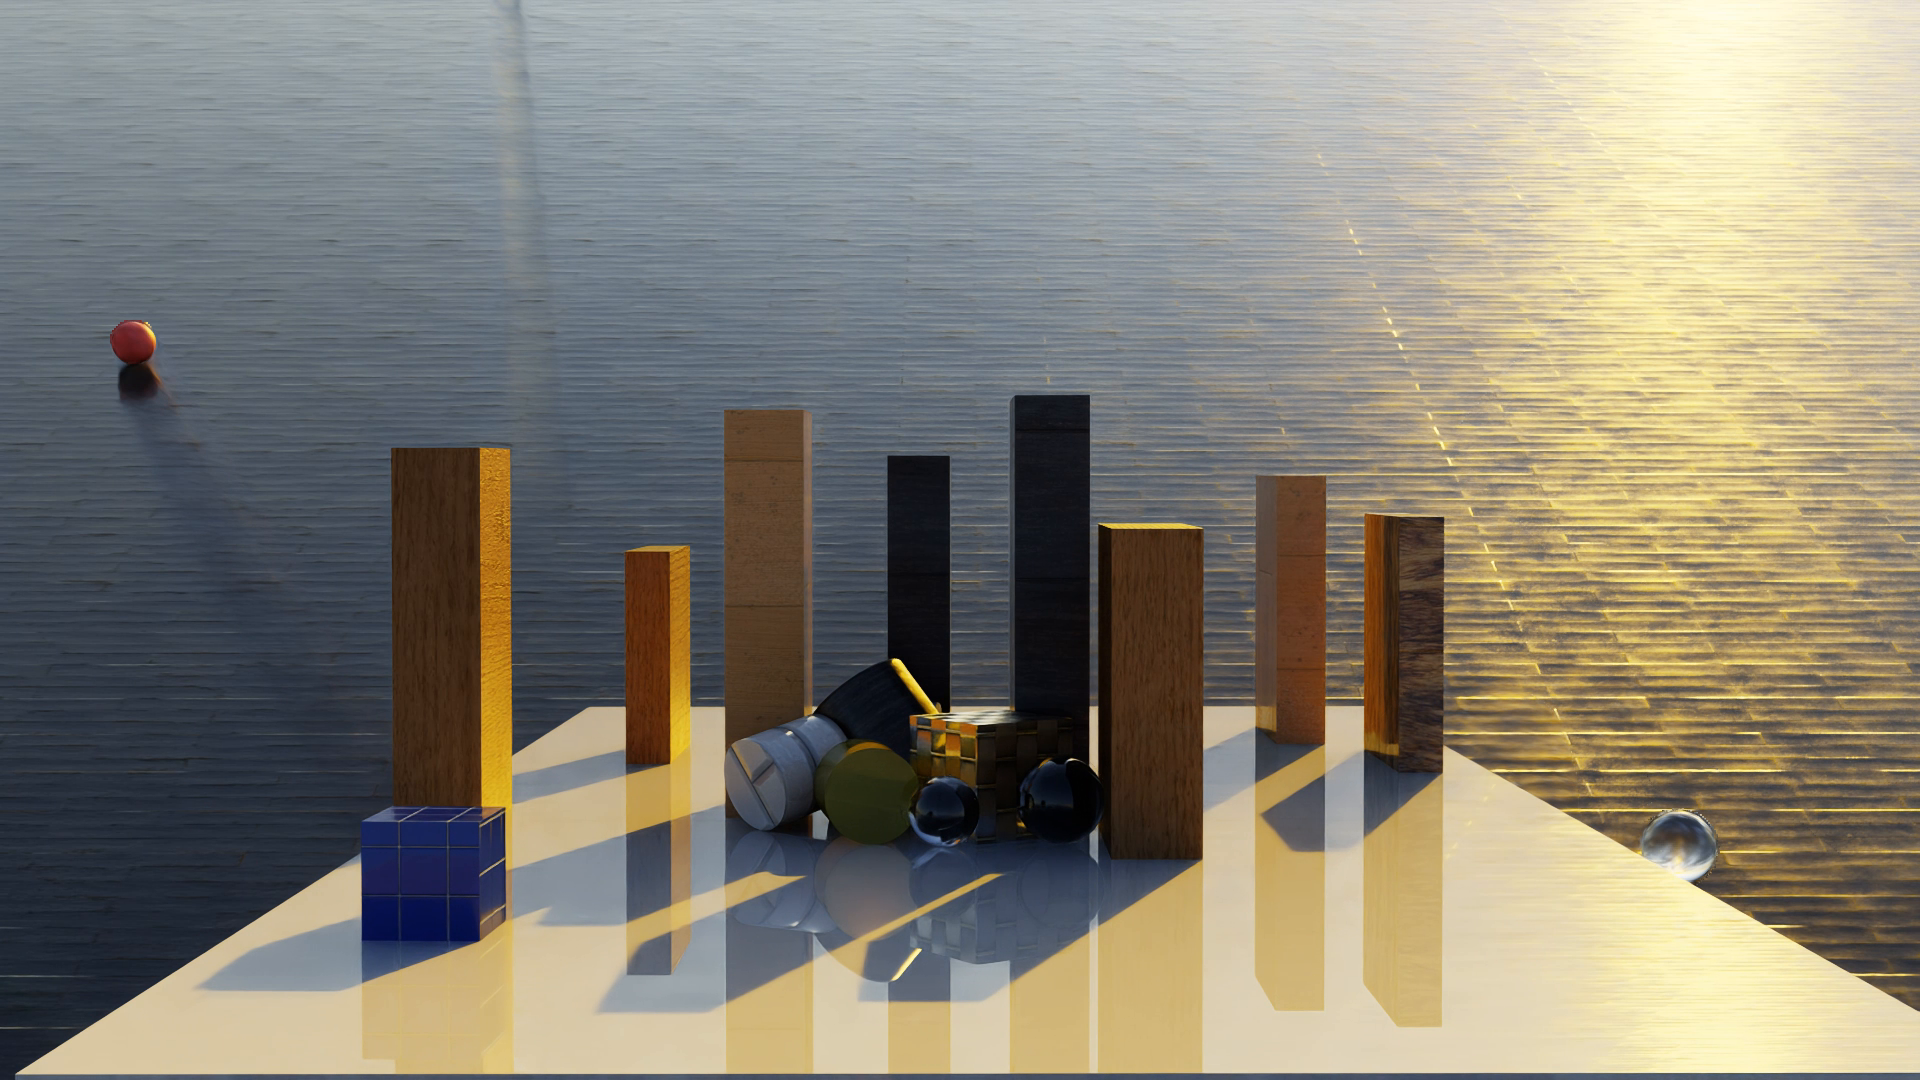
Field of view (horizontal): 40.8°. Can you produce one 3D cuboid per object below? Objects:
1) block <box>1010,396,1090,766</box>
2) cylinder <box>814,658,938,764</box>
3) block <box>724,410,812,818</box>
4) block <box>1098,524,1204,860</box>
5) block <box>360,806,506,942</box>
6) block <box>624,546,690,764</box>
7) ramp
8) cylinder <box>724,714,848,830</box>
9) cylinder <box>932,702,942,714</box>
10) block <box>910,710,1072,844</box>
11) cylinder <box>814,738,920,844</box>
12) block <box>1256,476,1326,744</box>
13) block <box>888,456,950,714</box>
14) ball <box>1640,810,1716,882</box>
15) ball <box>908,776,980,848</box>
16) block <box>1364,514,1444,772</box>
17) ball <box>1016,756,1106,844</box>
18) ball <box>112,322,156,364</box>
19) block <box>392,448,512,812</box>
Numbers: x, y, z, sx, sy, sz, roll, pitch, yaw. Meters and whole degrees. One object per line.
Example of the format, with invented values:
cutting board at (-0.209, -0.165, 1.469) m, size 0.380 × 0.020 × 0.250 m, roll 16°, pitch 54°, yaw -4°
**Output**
block at (0.156, 0.113, 4.574) m, size 0.127 × 0.727 × 0.420 m, roll 0°, pitch 2°, yaw 0°
cylinder at (-0.125, 0.342, 4.424) m, size 0.197 × 0.197 × 0.197 m, roll -23°, pitch 68°, yaw -39°
block at (-0.337, 0.125, 4.572) m, size 0.136 × 0.705 × 0.254 m, roll 0°, pitch 2°, yaw 0°
block at (0.304, 0.232, 4.156) m, size 0.142 × 0.510 × 0.372 m, roll 0°, pitch 2°, yaw 0°
block at (-0.685, 0.433, 3.364) m, size 0.152 × 0.152 × 0.152 m, roll 0°, pitch 2°, yaw 2°
block at (-0.639, 0.236, 5.475) m, size 0.092 × 0.435 × 0.393 m, roll 0°, pitch 2°, yaw 0°
ramp at (0.058, 0.527, 4.564) m, size 2.000 × 0.100 × 4.000 m, roll 0°, pitch 2°, yaw 0°
cylinder at (-0.286, 0.390, 4.341) m, size 0.158 × 0.158 × 0.158 m, roll -18°, pitch 30°, yaw -42°
cylinder at (-0.133, 0.383, 4.614) m, size 0.187 × 0.187 × 0.187 m, roll 0°, pitch 25°, yaw 8°
block at (0.051, 0.389, 4.263) m, size 0.193 × 0.193 × 0.193 m, roll -1°, pitch 2°, yaw -35°
cylinder at (-0.153, 0.409, 4.211) m, size 0.156 × 0.156 × 0.156 m, roll -5°, pitch 2°, yaw -9°
block at (0.747, 0.148, 5.847) m, size 0.107 × 0.588 × 0.397 m, roll 0°, pitch 2°, yaw 0°
block at (-0.075, 0.156, 4.840) m, size 0.114 × 0.627 × 0.275 m, roll 0°, pitch 2°, yaw 0°
ball at (1.666, 0.712, 5.976) m, size 0.170 × 0.170 × 0.170 m, roll 0°, pitch 26°, yaw 0°
ball at (-0.025, 0.432, 4.106) m, size 0.114 × 0.114 × 0.114 m, roll 0°, pitch 26°, yaw 0°
block at (0.915, 0.202, 5.332) m, size 0.088 × 0.508 × 0.438 m, roll 0°, pitch 2°, yaw 0°
ball at (0.162, 0.417, 4.137) m, size 0.142 × 0.142 × 0.142 m, roll 0°, pitch 26°, yaw 0°
ball at (-2.854, -0.680, 8.907) m, size 0.147 × 0.147 × 0.147 m, roll 0°, pitch 26°, yaw 0°
block at (-0.872, 0.162, 4.443) m, size 0.147 × 0.638 × 0.292 m, roll 0°, pitch 2°, yaw 0°
